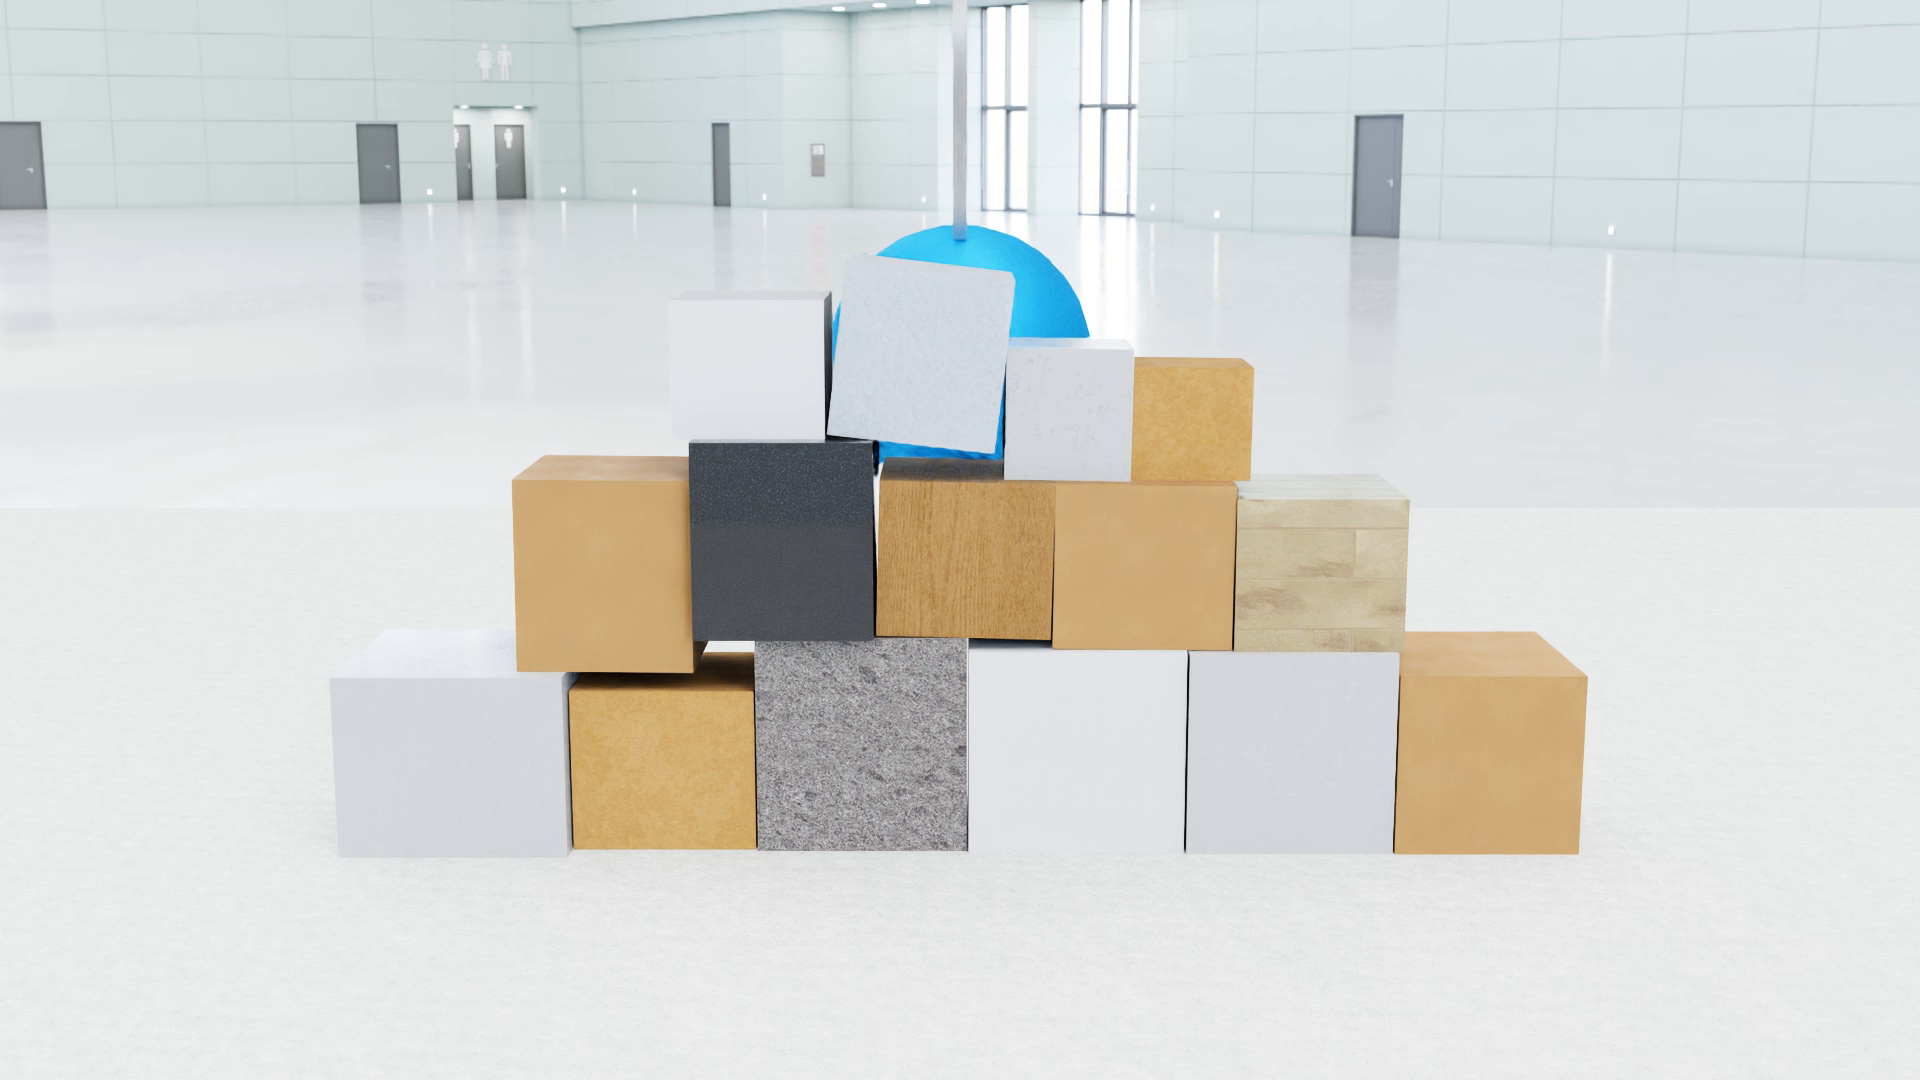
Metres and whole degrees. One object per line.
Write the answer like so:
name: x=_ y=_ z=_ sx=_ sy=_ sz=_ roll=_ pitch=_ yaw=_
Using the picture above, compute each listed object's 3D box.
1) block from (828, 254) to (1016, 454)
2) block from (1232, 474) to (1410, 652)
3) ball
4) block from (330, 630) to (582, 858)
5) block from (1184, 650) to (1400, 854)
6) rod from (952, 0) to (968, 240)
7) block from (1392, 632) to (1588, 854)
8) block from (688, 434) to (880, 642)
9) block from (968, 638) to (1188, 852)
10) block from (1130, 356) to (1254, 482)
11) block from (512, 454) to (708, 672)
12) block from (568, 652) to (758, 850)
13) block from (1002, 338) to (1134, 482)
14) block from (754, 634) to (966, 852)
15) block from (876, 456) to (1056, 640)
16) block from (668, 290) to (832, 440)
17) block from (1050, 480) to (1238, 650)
block: x=-0.190 y=-0.945 z=10.991 sx=0.820 sy=0.843 sz=0.761 roll=7 pitch=10 yaw=-1
block: x=1.771 y=0.103 z=11.185 sx=0.839 sy=0.762 sz=0.841 roll=0 pitch=10 yaw=0
ball: x=0.000 y=-1.101 z=13.313 sx=1.600 sy=1.600 sz=1.600 roll=0 pitch=10 yaw=0
block: x=-2.514 y=1.028 z=11.351 sx=1.135 sy=0.917 sz=1.082 roll=0 pitch=10 yaw=0
block: x=1.641 y=0.972 z=11.375 sx=1.027 sy=1.017 sz=1.037 roll=0 pitch=10 yaw=0
rod: x=0.000 y=-3.959 z=11.471 sx=0.080 sy=5.200 sz=0.080 roll=0 pitch=33 yaw=0
block: x=2.623 y=1.028 z=11.364 sx=0.917 sy=0.912 sz=1.009 roll=0 pitch=10 yaw=0
block: x=-0.865 y=-0.073 z=11.149 sx=0.885 sy=0.979 sz=0.968 roll=0 pitch=10 yaw=0
block: x=0.580 y=0.969 z=11.373 sx=1.073 sy=1.024 sz=0.985 roll=0 pitch=10 yaw=0
block: x=1.142 y=-0.615 z=11.073 sx=0.595 sy=0.562 sz=0.504 roll=1 pitch=10 yaw=0
block: x=-1.749 y=0.105 z=11.199 sx=0.872 sy=0.957 sz=0.857 roll=1 pitch=10 yaw=0
block: x=-1.479 y=1.074 z=11.378 sx=0.915 sy=0.816 sz=0.862 roll=0 pitch=10 yaw=0
block: x=0.534 y=-0.663 z=11.042 sx=0.622 sy=0.651 sz=0.583 roll=1 pitch=10 yaw=0
block: x=-0.489 y=0.941 z=11.352 sx=1.045 sy=1.088 sz=0.905 roll=0 pitch=10 yaw=0
block: x=0.027 y=0.028 z=11.169 sx=0.860 sy=0.773 sz=0.820 roll=1 pitch=10 yaw=0
block: x=-1.033 y=-0.887 z=11.008 sx=0.750 sy=0.674 sz=0.721 roll=0 pitch=10 yaw=0
block: x=0.904 y=0.064 z=11.186 sx=0.885 sy=0.821 sz=0.823 roll=1 pitch=10 yaw=0
